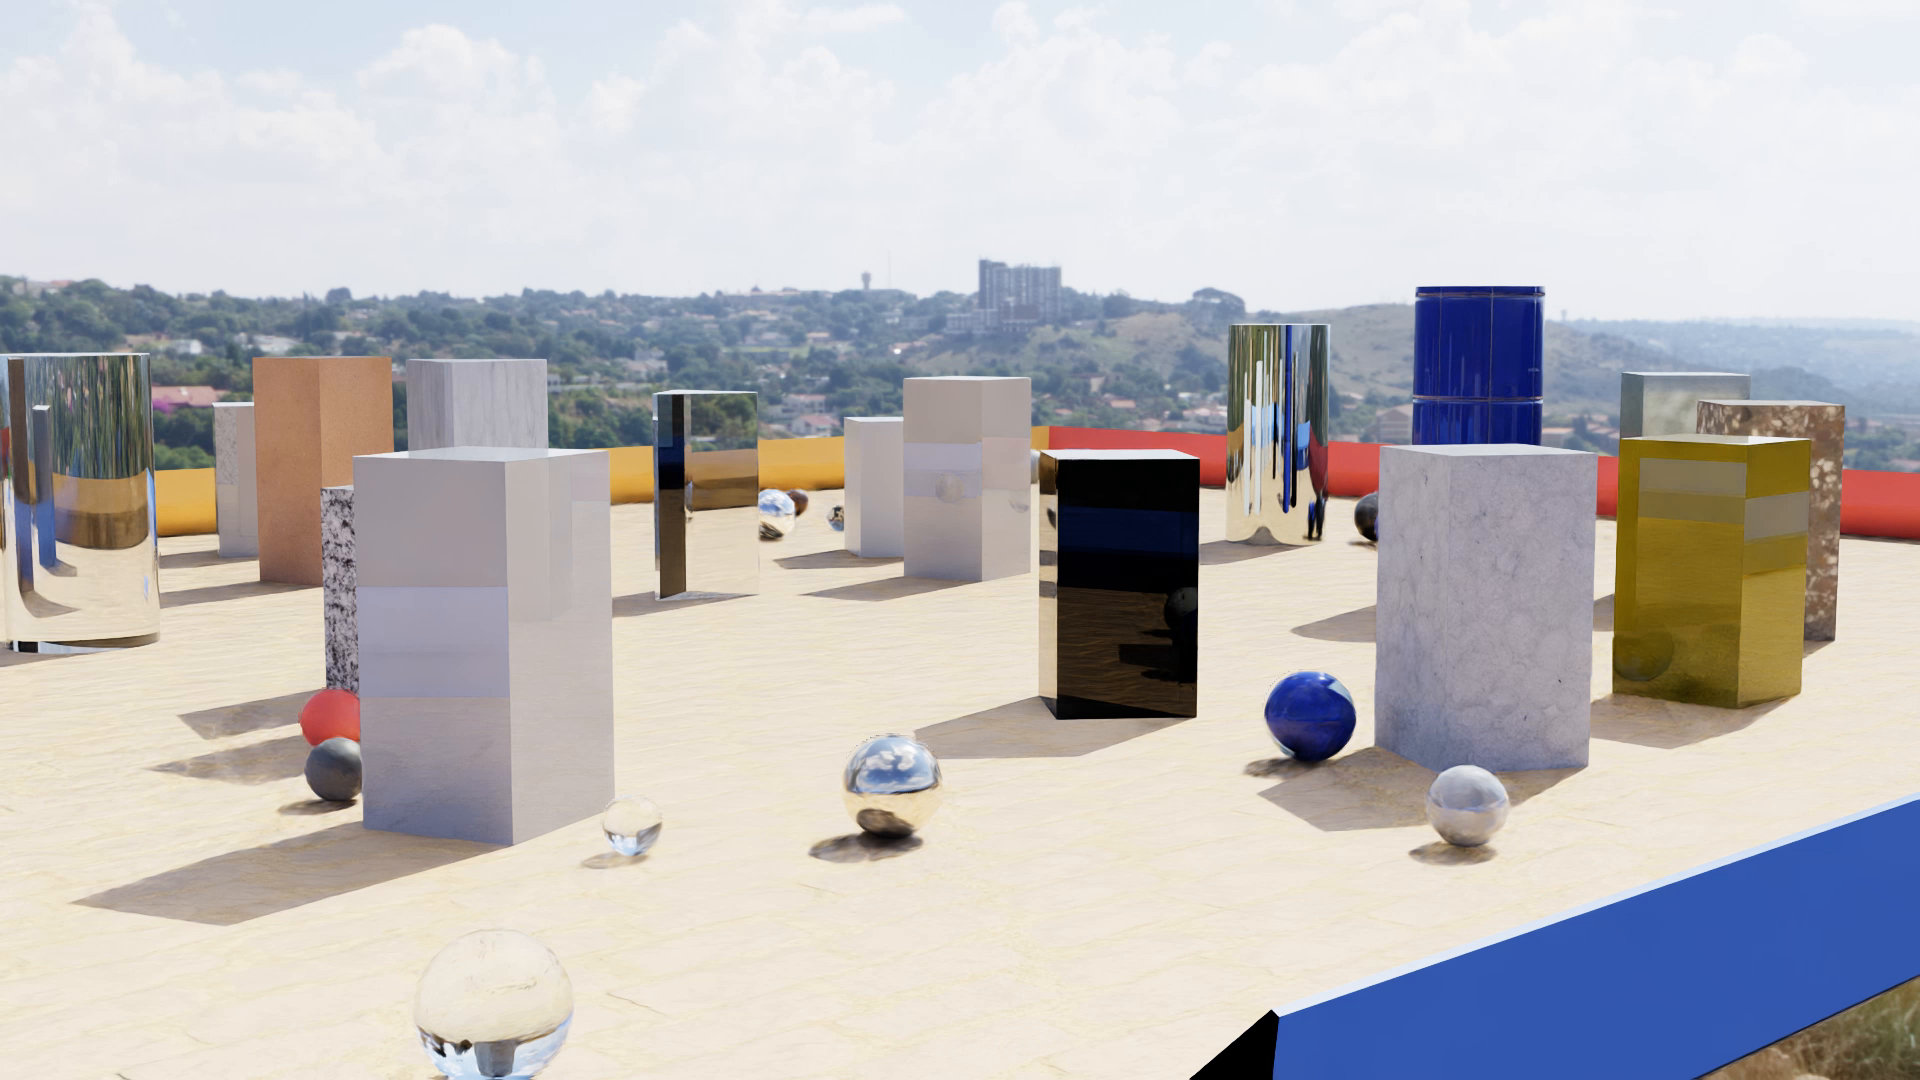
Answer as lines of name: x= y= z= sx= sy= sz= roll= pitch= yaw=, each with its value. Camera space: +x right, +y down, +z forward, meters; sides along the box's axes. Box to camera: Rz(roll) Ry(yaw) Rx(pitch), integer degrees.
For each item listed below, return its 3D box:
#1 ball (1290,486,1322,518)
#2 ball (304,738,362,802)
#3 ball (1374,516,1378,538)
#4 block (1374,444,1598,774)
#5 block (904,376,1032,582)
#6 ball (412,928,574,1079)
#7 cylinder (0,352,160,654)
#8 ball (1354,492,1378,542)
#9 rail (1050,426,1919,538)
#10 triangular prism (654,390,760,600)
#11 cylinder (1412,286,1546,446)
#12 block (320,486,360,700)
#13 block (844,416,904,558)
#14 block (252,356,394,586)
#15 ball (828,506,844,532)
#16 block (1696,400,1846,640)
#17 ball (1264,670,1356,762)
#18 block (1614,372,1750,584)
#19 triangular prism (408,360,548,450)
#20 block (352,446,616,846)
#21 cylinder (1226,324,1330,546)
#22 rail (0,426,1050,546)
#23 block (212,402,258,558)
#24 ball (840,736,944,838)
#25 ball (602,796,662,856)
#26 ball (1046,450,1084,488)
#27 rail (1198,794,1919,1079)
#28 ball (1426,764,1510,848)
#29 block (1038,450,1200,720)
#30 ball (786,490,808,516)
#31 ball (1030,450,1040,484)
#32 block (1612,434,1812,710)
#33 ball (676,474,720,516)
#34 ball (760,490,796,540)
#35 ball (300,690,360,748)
ball: x=0.738 y=-0.081 z=4.696 sx=0.069 sy=0.069 sz=0.069 roll=0 pitch=6 yaw=0
ball: x=-0.563 y=0.208 z=1.993 sx=0.058 sy=0.058 sz=0.058 roll=0 pitch=6 yaw=0
ball: x=0.815 y=-0.025 z=4.125 sx=0.077 sy=0.077 sz=0.077 roll=0 pitch=6 yaw=0
block: x=0.519 y=0.063 z=2.185 sx=0.155 sy=0.307 sz=0.155 roll=-2 pitch=6 yaw=-14
block: x=0.013 y=-0.106 z=3.689 sx=0.155 sy=0.330 sz=0.155 roll=4 pitch=7 yaw=33
ball: x=-0.267 y=0.269 z=1.262 sx=0.091 sy=0.091 sz=0.091 roll=0 pitch=6 yaw=0
cylinder: x=-1.174 y=-0.054 z=2.929 sx=0.194 sy=0.385 sz=0.194 roll=0 pitch=6 yaw=0
ball: x=0.803 y=-0.044 z=4.217 sx=0.096 sy=0.096 sz=0.096 roll=0 pitch=6 yaw=0
rail: x=1.458 y=-0.108 z=4.670 sx=0.045 sy=0.126 sz=3.634 roll=-6 pitch=8 yaw=-42
triangular prism: x=-0.420 y=-0.075 z=3.453 sx=0.168 sy=0.316 sz=0.145 roll=-3 pitch=7 yaw=-26
cylinder: x=0.792 y=-0.148 z=3.374 sx=0.194 sy=0.479 sz=0.194 roll=0 pitch=6 yaw=0
block: x=-0.564 y=0.071 z=2.343 sx=0.155 sy=0.258 sz=0.155 roll=3 pitch=7 yaw=30
block: x=-0.122 y=-0.100 z=4.034 sx=0.155 sy=0.245 sz=0.155 roll=-1 pitch=6 yaw=-14
block: x=-1.045 y=-0.118 z=3.623 sx=0.155 sy=0.366 sz=0.155 roll=4 pitch=7 yaw=32
ball: x=-0.240 y=-0.043 z=4.410 sx=0.053 sy=0.053 sz=0.053 roll=0 pitch=6 yaw=0
block: x=1.109 y=-0.031 z=3.031 sx=0.155 sy=0.317 sz=0.155 roll=1 pitch=6 yaw=5
ball: x=0.345 y=0.174 z=2.169 sx=0.090 sy=0.090 sz=0.090 roll=0 pitch=6 yaw=0
block: x=1.101 y=-0.080 z=3.360 sx=0.155 sy=0.347 sz=0.155 roll=0 pitch=6 yaw=5
triangular prism: x=-0.608 y=-0.025 z=2.655 sx=0.145 sy=0.384 sz=0.168 roll=4 pitch=7 yaw=31
block: x=-0.411 y=0.085 z=1.915 sx=0.155 sy=0.321 sz=0.155 roll=3 pitch=7 yaw=24
cylinder: x=0.609 y=-0.205 z=4.219 sx=0.194 sy=0.416 sz=0.194 roll=0 pitch=6 yaw=0
rail: x=-1.216 y=-0.105 z=4.643 sx=4.016 sy=0.126 sz=0.045 roll=-6 pitch=8 yaw=-42
block: x=-1.284 y=-0.113 z=4.034 sx=0.155 sy=0.272 sz=0.155 roll=-2 pitch=6 yaw=-20
ball: x=-0.057 y=0.209 z=1.856 sx=0.086 sy=0.086 sz=0.086 roll=0 pitch=6 yaw=0
ball: x=-0.268 y=0.234 z=1.798 sx=0.048 sy=0.048 sz=0.048 roll=0 pitch=6 yaw=0
ball: x=0.263 y=-0.178 z=5.504 sx=0.095 sy=0.095 sz=0.095 roll=0 pitch=6 yaw=0
rail: x=1.216 y=0.170 z=2.021 sx=4.016 sy=0.126 sz=0.045 roll=-6 pitch=8 yaw=-42
ball: x=0.421 y=0.221 z=1.826 sx=0.068 sy=0.068 sz=0.068 roll=0 pitch=6 yaw=0
block: x=0.175 y=0.046 z=2.461 sx=0.155 sy=0.284 sz=0.155 roll=-1 pitch=6 yaw=-5
ball: x=-0.356 y=-0.082 z=4.766 sx=0.057 sy=0.057 sz=0.057 roll=0 pitch=6 yaw=0
ball: x=0.184 y=-0.188 z=5.631 sx=0.087 sy=0.087 sz=0.087 roll=0 pitch=6 yaw=0
block: x=0.869 y=0.031 z=2.544 sx=0.155 sy=0.296 sz=0.155 roll=-6 pitch=8 yaw=-44
ball: x=-0.565 y=-0.096 z=4.729 sx=0.093 sy=0.093 sz=0.093 roll=0 pitch=6 yaw=0
ball: x=-0.366 y=-0.050 z=4.271 sx=0.097 sy=0.097 sz=0.097 roll=0 pitch=6 yaw=0
ball: x=-0.631 y=0.182 z=2.215 sx=0.064 sy=0.064 sz=0.064 roll=0 pitch=6 yaw=0
